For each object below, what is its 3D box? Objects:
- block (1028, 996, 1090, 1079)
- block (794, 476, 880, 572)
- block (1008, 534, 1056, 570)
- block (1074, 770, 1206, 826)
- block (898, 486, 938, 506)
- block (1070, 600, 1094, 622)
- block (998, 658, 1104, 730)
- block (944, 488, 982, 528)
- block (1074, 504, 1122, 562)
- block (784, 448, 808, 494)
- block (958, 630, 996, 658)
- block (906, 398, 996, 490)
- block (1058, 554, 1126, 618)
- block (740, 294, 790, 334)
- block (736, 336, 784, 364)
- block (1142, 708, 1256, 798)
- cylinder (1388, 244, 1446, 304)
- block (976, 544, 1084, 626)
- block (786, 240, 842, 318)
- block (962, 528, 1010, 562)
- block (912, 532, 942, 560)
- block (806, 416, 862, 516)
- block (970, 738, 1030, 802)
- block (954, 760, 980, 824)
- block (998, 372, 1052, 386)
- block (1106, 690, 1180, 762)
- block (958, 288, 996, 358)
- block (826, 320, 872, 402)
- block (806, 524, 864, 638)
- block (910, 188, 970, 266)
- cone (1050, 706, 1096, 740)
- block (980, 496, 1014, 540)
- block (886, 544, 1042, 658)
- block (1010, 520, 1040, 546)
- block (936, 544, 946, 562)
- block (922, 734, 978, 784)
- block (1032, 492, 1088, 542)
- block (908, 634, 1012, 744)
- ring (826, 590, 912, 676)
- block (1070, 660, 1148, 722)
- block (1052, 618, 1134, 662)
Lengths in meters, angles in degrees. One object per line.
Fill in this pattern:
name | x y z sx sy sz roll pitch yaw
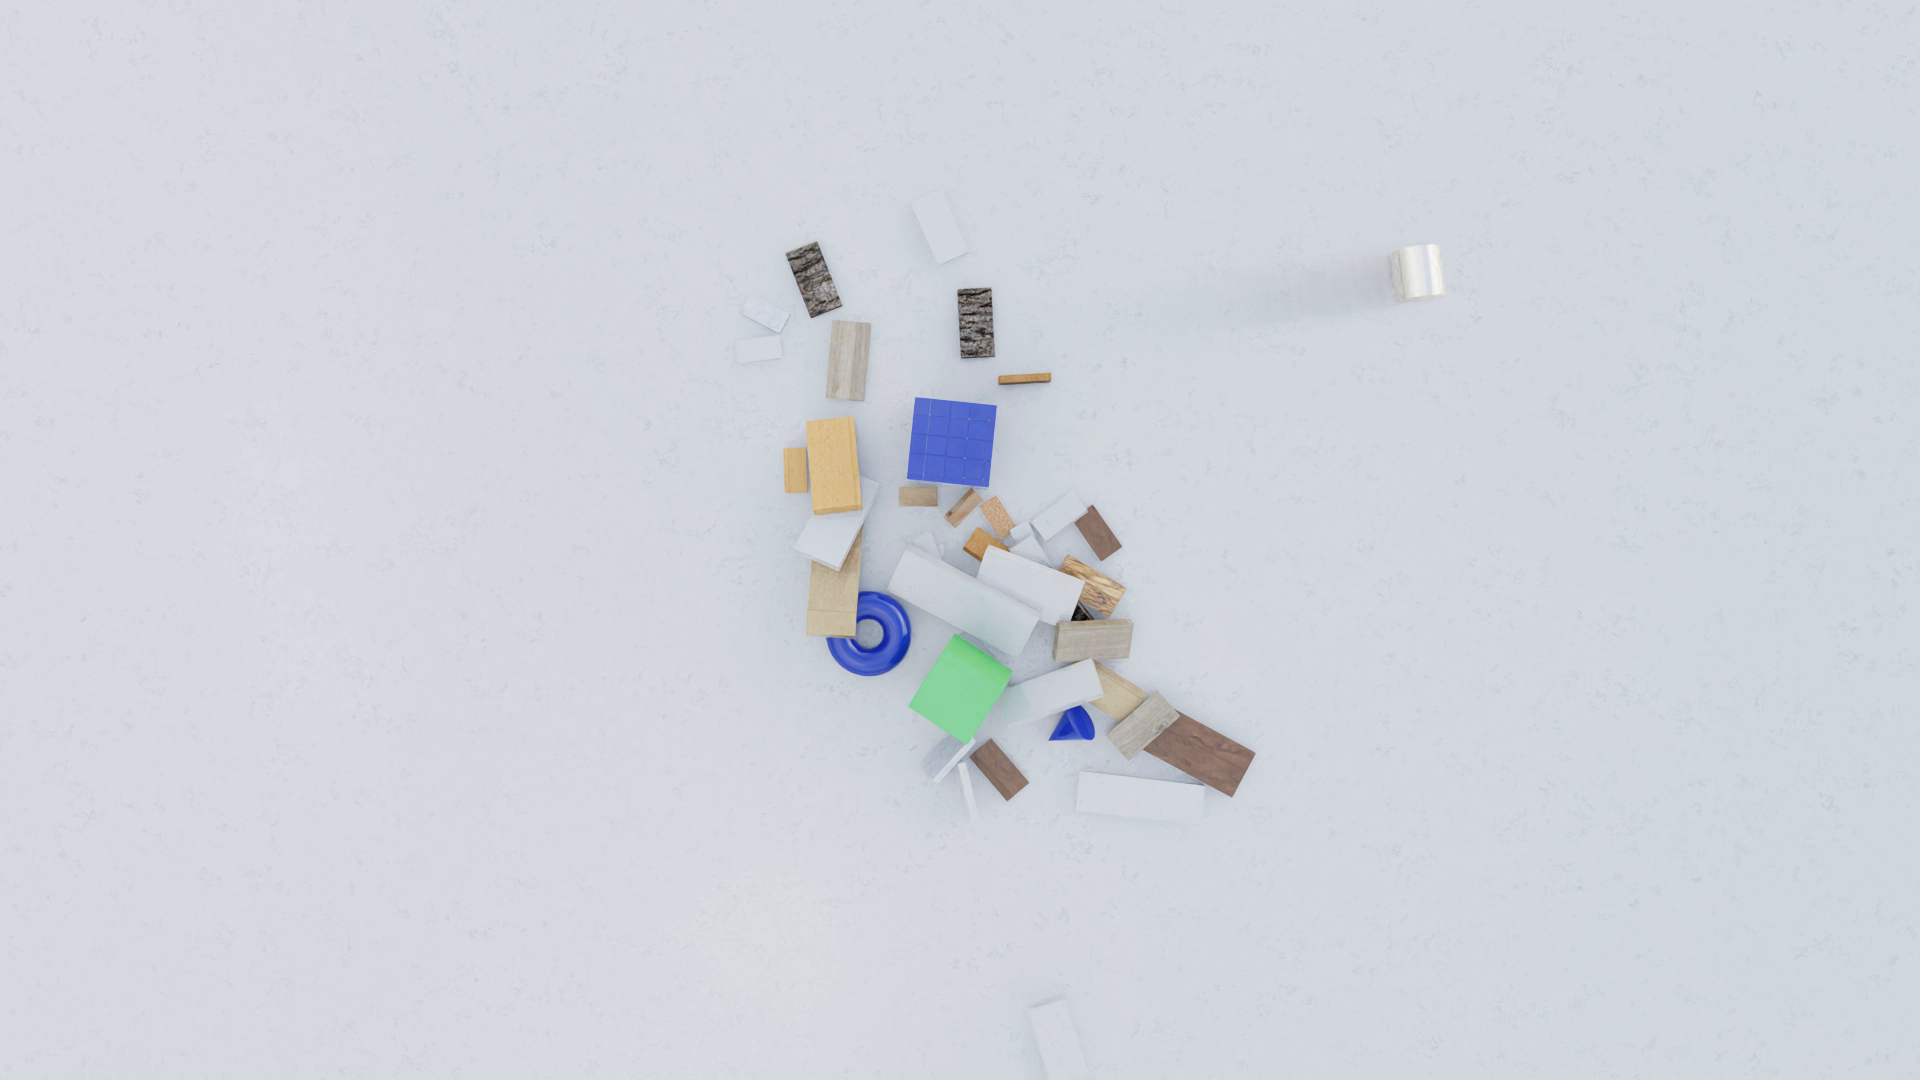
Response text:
block | 0.326 1.664 5.481 0.132 0.037 0.264 -18 90 0
block | -0.401 -0.072 5.407 0.159 0.045 0.319 23 72 7
block | 0.246 0.076 5.460 0.090 0.026 0.180 -35 108 0
block | 0.598 0.856 5.481 0.419 0.037 0.132 7 90 0
block | -0.139 -0.144 5.491 0.129 0.018 0.064 0 90 0
block | 0.327 0.210 5.444 0.113 0.032 0.226 -36 100 25
block | 0.298 0.506 5.425 0.332 0.037 0.129 -21 59 9
block | 0.011 -0.105 5.467 0.134 0.067 0.019 -46 53 0
block | 0.455 -0.023 5.488 0.086 0.024 0.172 -35 90 0
block | -0.547 -0.232 5.489 0.075 0.021 0.149 -2 90 0
block | 0.047 0.361 5.490 0.068 0.019 0.136 -44 90 0
block | -0.026 -0.311 5.369 0.262 0.262 0.262 6 90 0
block | 0.426 0.151 5.464 0.226 0.032 0.113 29 98 -7
block | -0.648 -0.753 5.489 0.149 0.021 0.075 28 90 0
block | -0.668 -0.634 5.489 0.149 0.021 0.075 -8 90 0
block | 0.791 0.699 5.476 0.337 0.048 0.168 28 90 0
cylinder | 1.501 -0.873 5.419 0.163 0.163 0.163 -12 97 0
block | 0.222 0.156 5.404 0.337 0.048 0.168 21 116 6
block | -0.486 -0.866 5.484 0.114 0.032 0.228 -21 90 0
block | 0.108 0.043 5.468 0.180 0.026 0.090 34 63 0
block | -0.105 0.041 5.473 0.064 0.018 0.129 -22 90 0
block | -0.414 -0.246 5.421 0.159 0.045 0.319 -7 69 0
block | 0.130 0.764 5.486 0.097 0.027 0.194 -41 90 0
block | 0.021 0.830 5.450 0.027 0.097 0.201 -13 90 -9
block | 0.214 -0.533 5.457 0.172 0.086 0.024 -3 90 0
block | 0.603 0.612 5.440 0.226 0.032 0.113 -42 85 2
block | 0.053 -0.721 5.484 0.114 0.032 0.228 -3 90 0
block | -0.371 -0.596 5.482 0.129 0.037 0.258 5 90 0
block | -0.407 0.087 5.415 0.159 0.045 0.467 4 74 0
block | -0.067 -1.038 5.484 0.114 0.032 0.228 -24 90 0
cone | 0.346 0.633 5.468 0.144 0.144 0.144 -35 90 27
block | 0.128 -0.074 5.491 0.067 0.019 0.134 -32 90 0
block | 0.012 0.202 5.428 0.490 0.048 0.168 28 117 3
block | 0.223 0.009 5.480 0.067 0.019 0.134 -28 99 -1
block | -0.081 0.076 5.491 0.064 0.018 0.129 -2 90 0
block | -0.037 0.706 5.452 0.194 0.097 0.027 -47 124 0
block | 0.330 -0.077 5.474 0.172 0.024 0.086 -37 70 0
block | 0.003 0.482 5.362 0.228 0.228 0.228 33 102 2
ring | -0.302 0.310 5.454 0.285 0.095 0.285 0 91 -1
block | 0.474 0.492 5.481 0.264 0.037 0.132 32 90 0
block | 0.437 0.329 5.422 0.258 0.037 0.129 -2 116 -16
